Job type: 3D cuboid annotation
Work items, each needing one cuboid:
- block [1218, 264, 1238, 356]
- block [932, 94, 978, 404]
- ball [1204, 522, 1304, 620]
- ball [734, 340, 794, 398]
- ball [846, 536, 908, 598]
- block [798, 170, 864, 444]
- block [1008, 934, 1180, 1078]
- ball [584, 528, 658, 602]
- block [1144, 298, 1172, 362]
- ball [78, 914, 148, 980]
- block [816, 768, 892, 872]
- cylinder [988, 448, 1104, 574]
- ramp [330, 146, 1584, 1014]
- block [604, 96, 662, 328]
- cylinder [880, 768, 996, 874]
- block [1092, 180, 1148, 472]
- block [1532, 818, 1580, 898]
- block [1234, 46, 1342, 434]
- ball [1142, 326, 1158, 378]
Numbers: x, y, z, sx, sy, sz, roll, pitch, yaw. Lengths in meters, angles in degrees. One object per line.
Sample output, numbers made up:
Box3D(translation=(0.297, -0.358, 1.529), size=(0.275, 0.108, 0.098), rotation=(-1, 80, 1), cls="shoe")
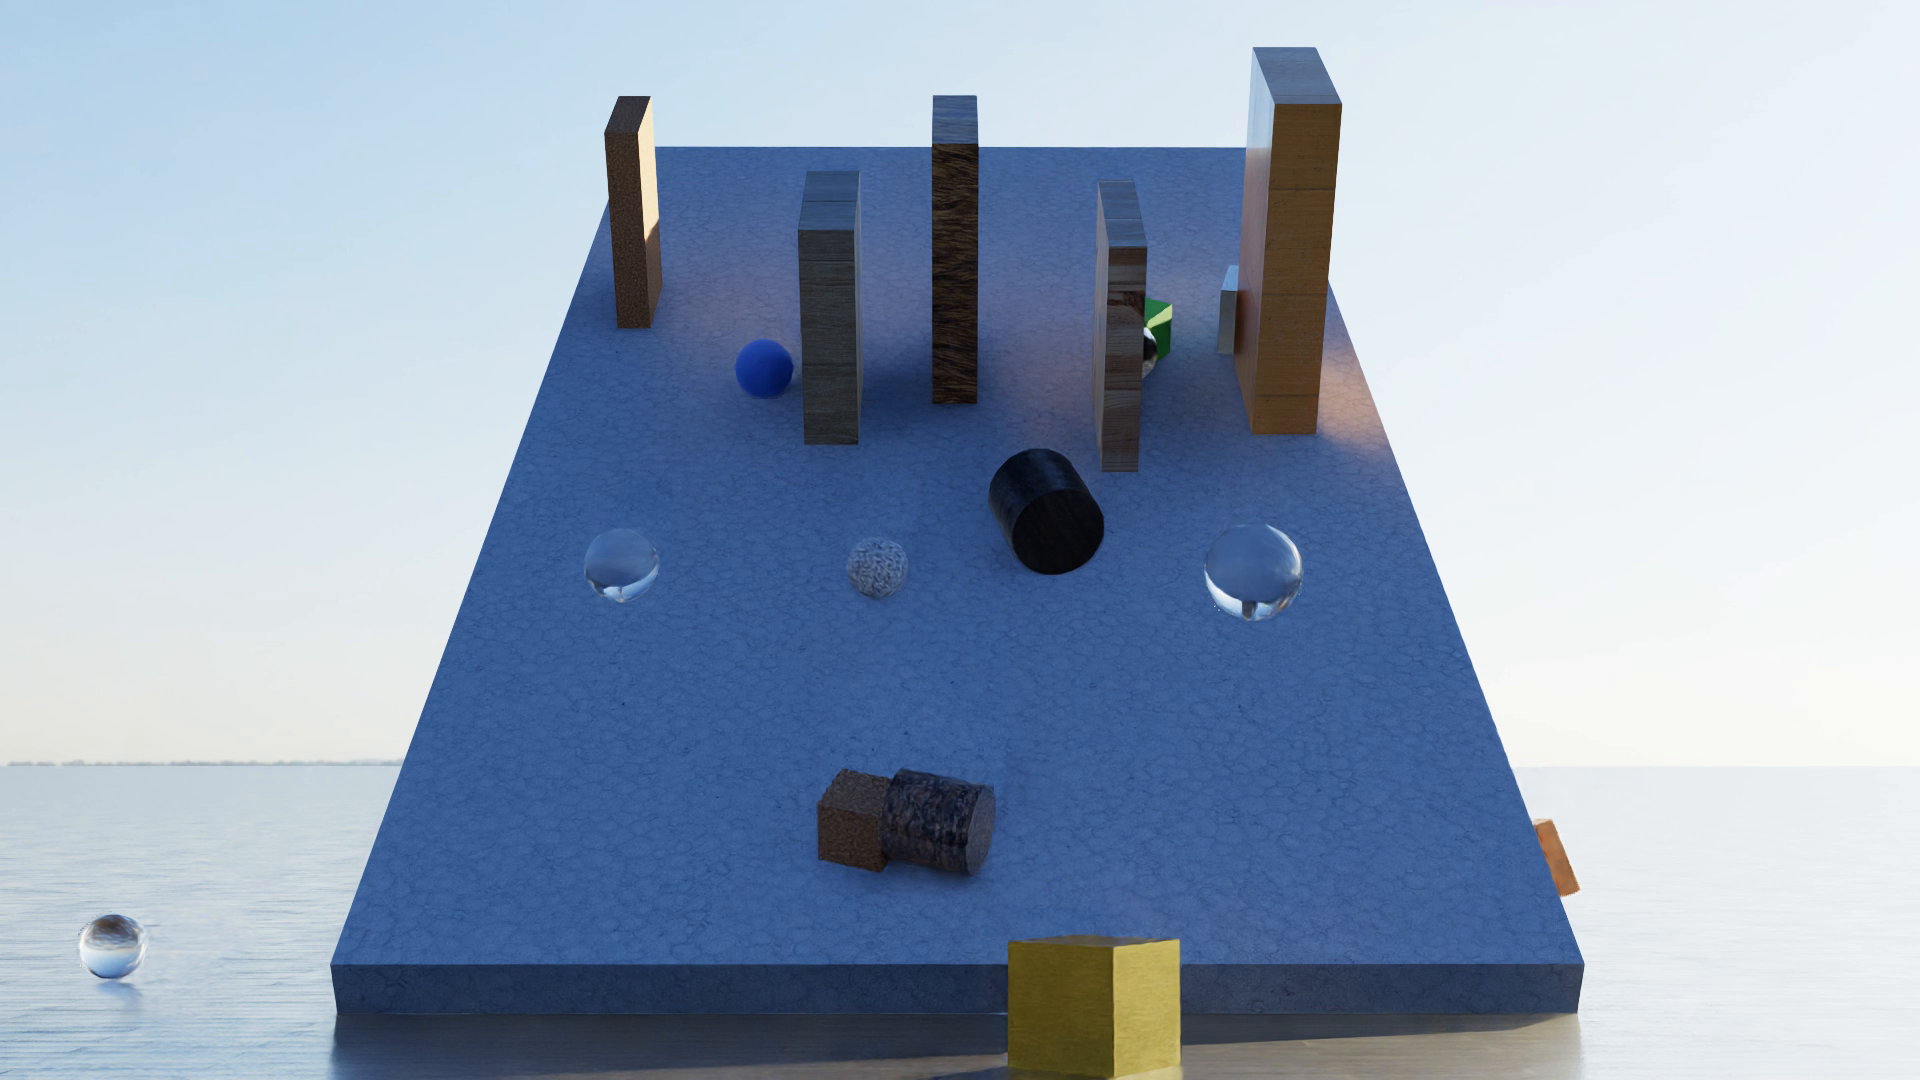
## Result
Box3D(translation=(0.742, -0.569, 5.959), size=(0.171, 0.171, 0.171), rotation=(6, 29, 11), cls="block")
Box3D(translation=(-0.012, -0.692, 5.682), size=(0.106, 0.644, 0.356), rotation=(0, 28, 0), cls="block")
Box3D(translation=(0.584, 0.063, 4.749), size=(0.195, 0.195, 0.195), rotation=(0, -5, 0), cls="ball")
Box3D(translation=(-0.467, -0.408, 5.683), size=(0.140, 0.140, 0.140), rotation=(0, -5, 0), cls="ball")
Box3D(translation=(-0.167, 0.056, 4.831), size=(0.125, 0.125, 0.125), rotation=(0, -5, 0), cls="ball")
Box3D(translation=(-0.295, -0.540, 5.523), size=(0.123, 0.523, 0.384), rotation=(0, 28, 0), cls="block")
Box3D(translation=(0.180, 0.620, 3.191), size=(0.167, 0.167, 0.167), rotation=(-4, -6, 36), cls="block")
Box3D(translation=(-0.683, 0.050, 4.813), size=(0.149, 0.149, 0.149), rotation=(0, -5, 0), cls="ball")
Box3D(translation=(0.433, -0.514, 5.896), size=(0.131, 0.131, 0.131), rotation=(16, 32, 28), cls="block")
Box3D(translation=(-1.582, 0.759, 4.461), size=(0.122, 0.122, 0.122), rotation=(0, -5, 0), cls="ball")
Box3D(translation=(-0.168, 0.476, 4.056), size=(0.114, 0.114, 0.114), rotation=(10, 30, 17), cls="block")
Box3D(translation=(0.179, -0.060, 4.976), size=(0.196, 0.196, 0.196), rotation=(2, 27, -16), cls="cylinder")
Box3D(translation=(-0.011, -0.222, 5.591), size=(2.000, 0.100, 4.000), rotation=(0, 28, 0), cls="ramp")
Box3D(translation=(-0.829, -0.836, 6.081), size=(0.083, 0.517, 0.291), rotation=(0, 28, 0), cls="block")
Box3D(translation=(-0.037, 0.473, 4.017), size=(0.153, 0.153, 0.153), rotation=(9, -2, 17), cls="cylinder")
Box3D(translation=(0.358, -0.491, 5.419), size=(0.082, 0.538, 0.424), rotation=(0, 28, 0), cls="block")
Box3D(translation=(1.226, 0.711, 5.188), size=(0.162, 0.162, 0.162), rotation=(-20, -7, 0), cls="block")
Box3D(translation=(0.751, -0.694, 5.534), size=(0.147, 0.791, 0.426), rotation=(0, 28, 0), cls="block")
Box3D(translation=(0.403, -0.454, 5.763), size=(0.150, 0.150, 0.150), rotation=(0, -5, 0), cls="ball")
